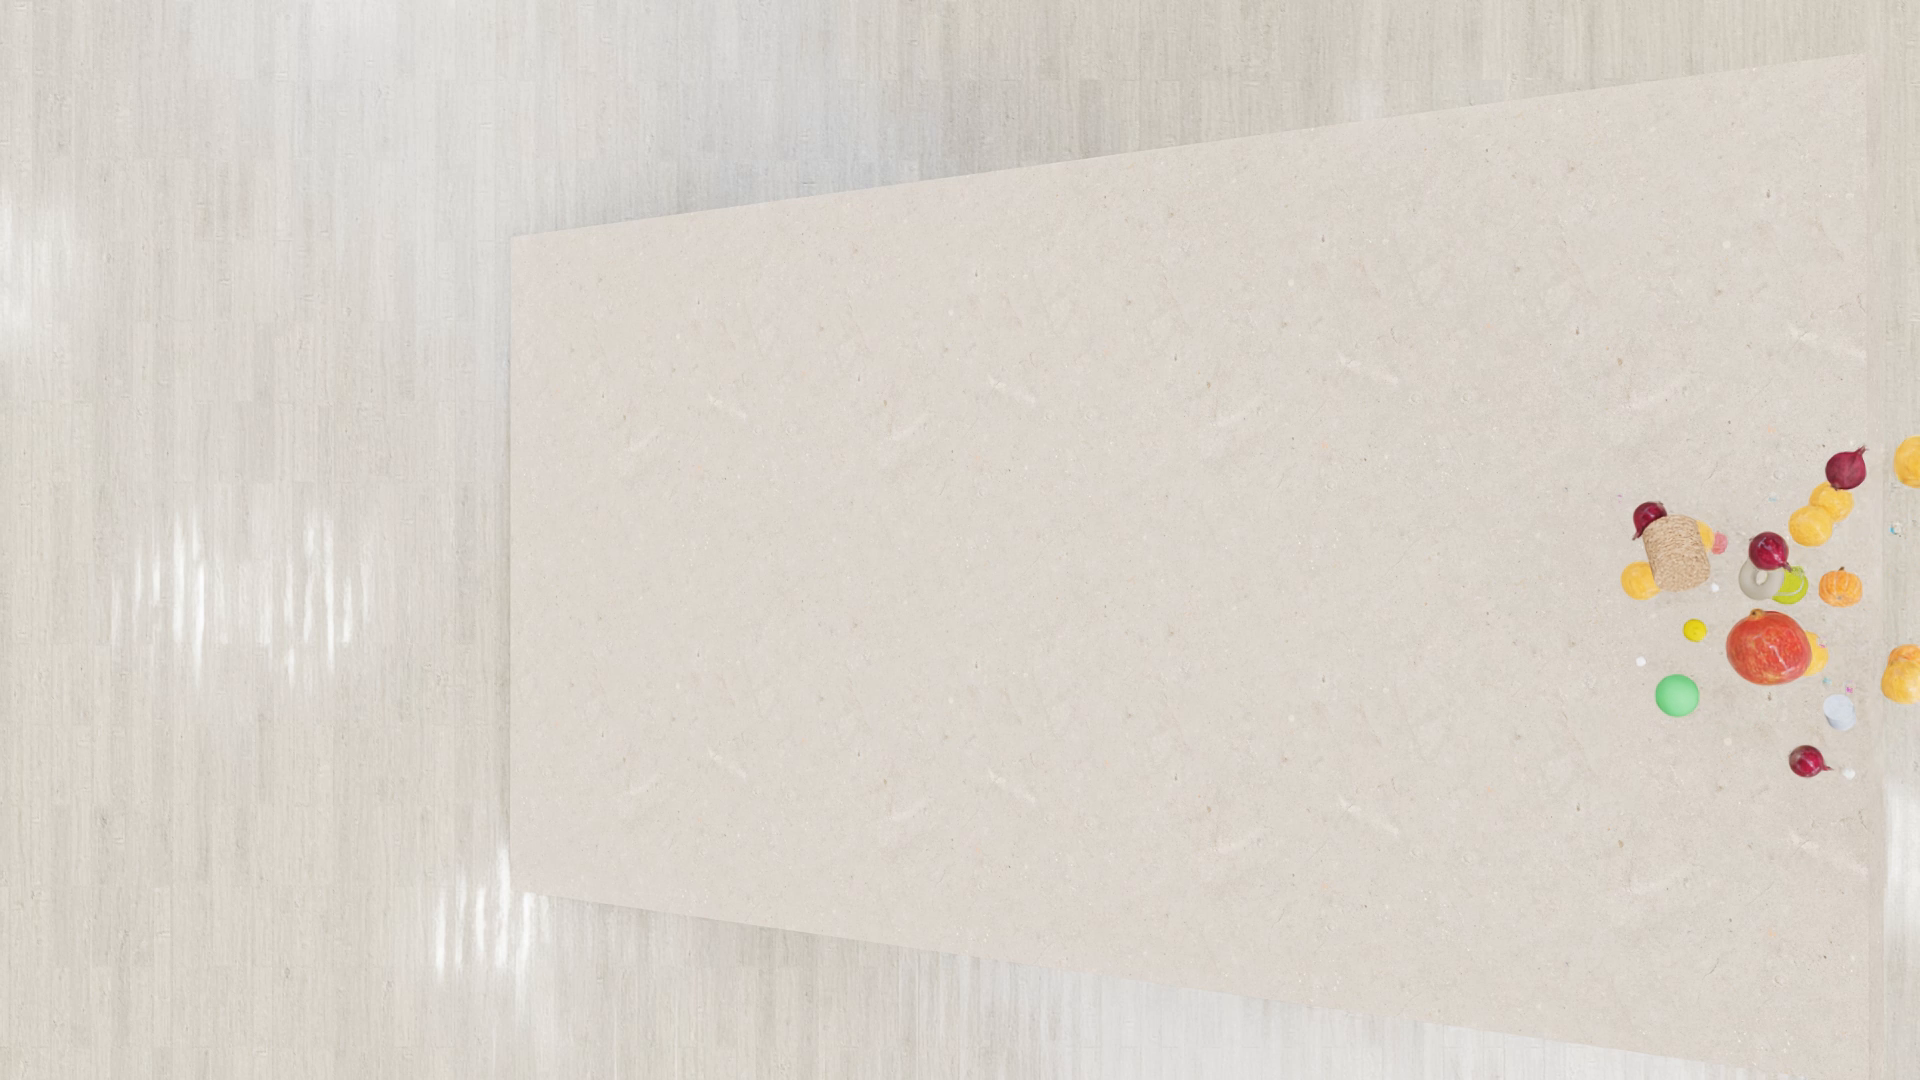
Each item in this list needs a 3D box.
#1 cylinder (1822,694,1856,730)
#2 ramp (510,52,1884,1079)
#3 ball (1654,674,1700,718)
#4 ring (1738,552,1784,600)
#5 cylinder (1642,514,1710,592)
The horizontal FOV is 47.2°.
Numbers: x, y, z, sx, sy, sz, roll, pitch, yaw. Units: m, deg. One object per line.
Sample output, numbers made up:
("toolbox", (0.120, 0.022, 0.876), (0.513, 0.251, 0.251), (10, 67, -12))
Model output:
("cylinder", (1.589, 0.311, 3.972), (0.050, 0.050, 0.050), (-15, 56, 24))
("ramp", (0.220, 0.063, 5.536), (4.000, 0.100, 2.000), (0, 90, 38))
("ball", (1.374, 0.298, 4.214), (0.082, 0.082, 0.082), (0, 90, 0))
("ring", (1.361, 0.062, 3.732), (0.028, 0.084, 0.084), (20, 90, -33))
("cylinder", (1.239, 0.023, 3.804), (0.095, 0.095, 0.095), (-1, 50, 0))
